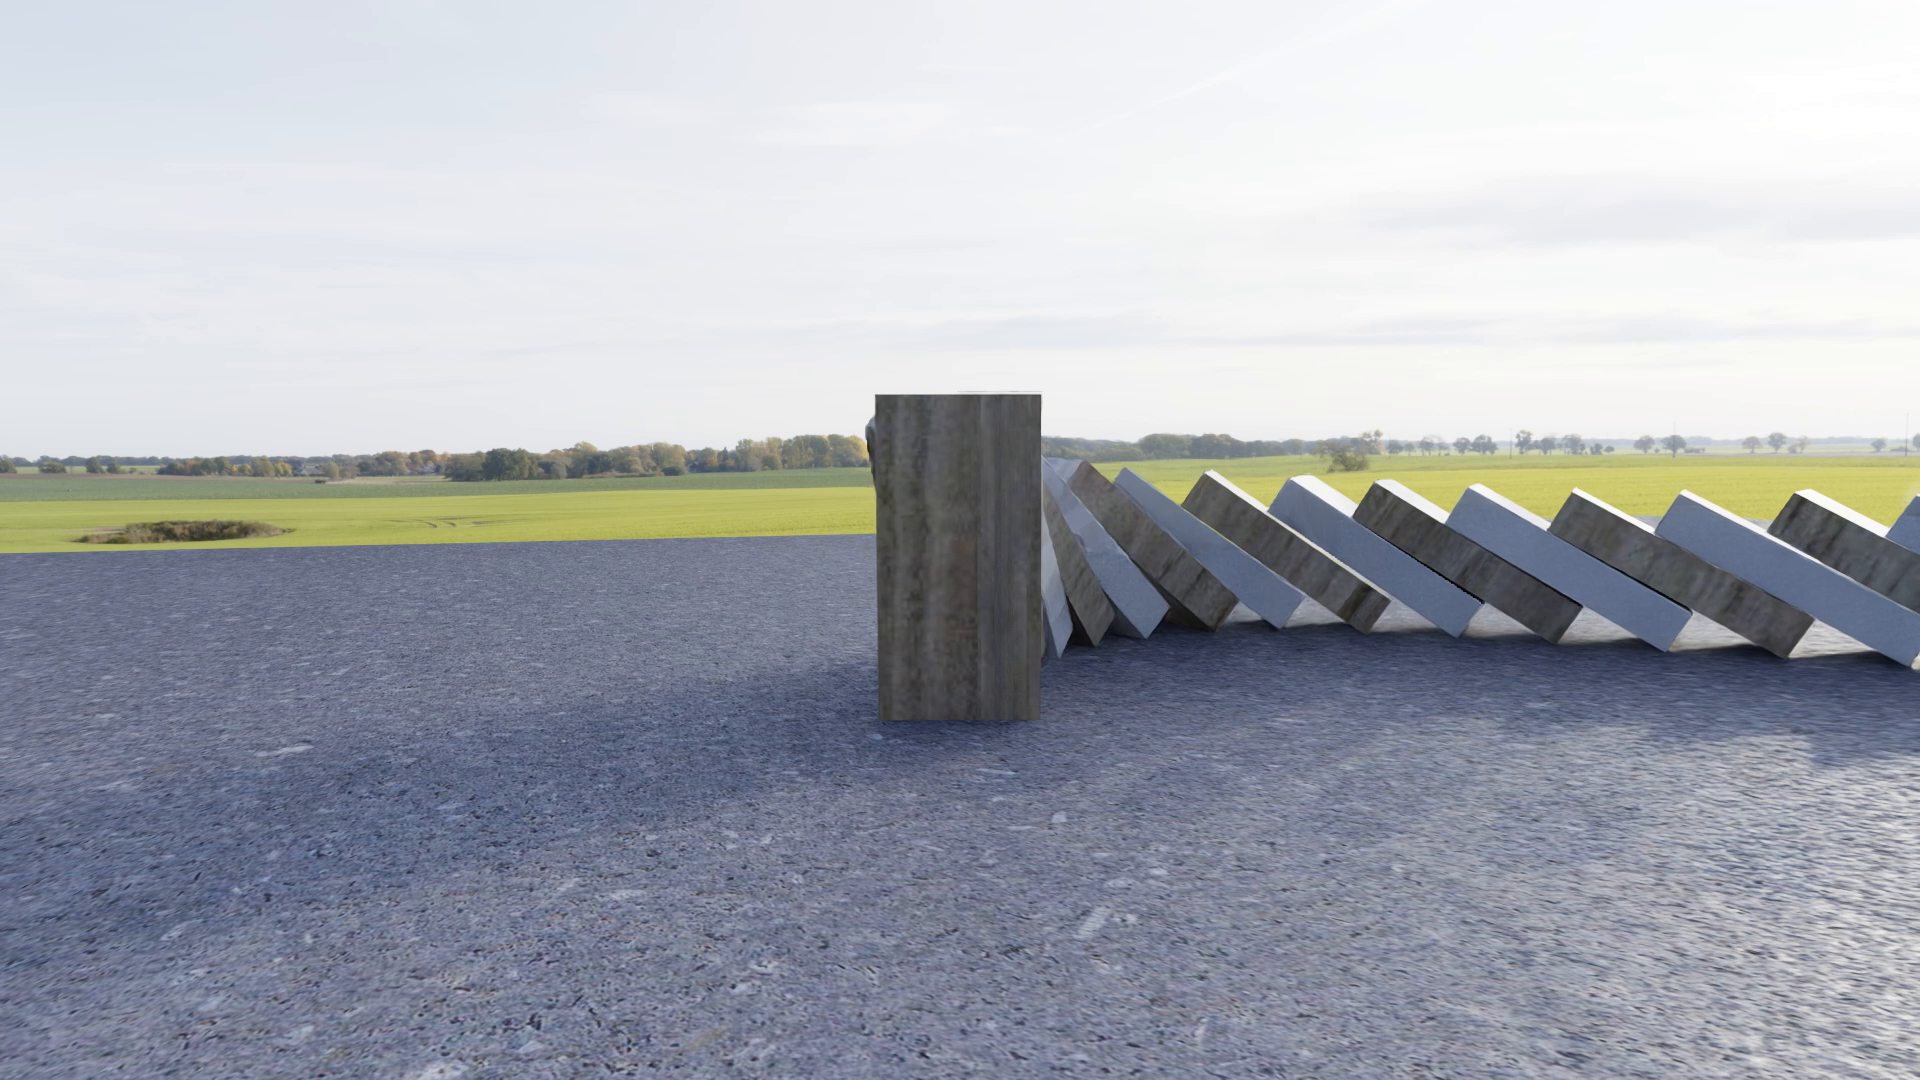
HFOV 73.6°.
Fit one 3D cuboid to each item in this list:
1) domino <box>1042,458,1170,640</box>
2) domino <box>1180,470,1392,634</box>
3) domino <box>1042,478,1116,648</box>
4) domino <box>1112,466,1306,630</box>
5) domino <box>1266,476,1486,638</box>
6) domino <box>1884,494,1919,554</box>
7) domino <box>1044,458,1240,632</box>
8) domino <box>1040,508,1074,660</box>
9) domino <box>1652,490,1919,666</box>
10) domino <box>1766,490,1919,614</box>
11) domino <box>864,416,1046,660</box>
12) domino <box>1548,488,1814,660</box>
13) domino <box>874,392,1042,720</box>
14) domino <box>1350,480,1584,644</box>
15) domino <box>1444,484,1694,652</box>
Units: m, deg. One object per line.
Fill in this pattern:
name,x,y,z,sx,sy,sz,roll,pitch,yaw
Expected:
domino,0.022,0.001,0.281,0.050,0.010,0.025,47,-19,-24
domino,0.076,0.002,0.301,0.050,0.009,0.025,36,12,10
domino,0.011,0.001,0.265,0.025,0.050,0.009,3,46,41
domino,0.057,0.001,0.303,0.050,0.009,0.025,36,8,6
domino,0.098,0.003,0.298,0.050,0.010,0.025,37,19,20
domino,0.205,0.008,0.242,0.025,0.009,0.050,-5,36,-48
domino,0.038,0.001,0.292,0.050,0.009,0.025,40,-10,-17
domino,0.004,0.001,0.247,0.025,0.050,0.009,2,38,25
domino,0.171,0.007,0.264,0.050,0.009,0.025,35,20,25
domino,0.190,0.007,0.255,0.050,0.010,0.025,38,26,31
domino,0.000,0.001,0.231,0.025,0.050,0.010,1,30,17
domino,0.151,0.006,0.272,0.050,0.009,0.025,33,18,21
domino,0.000,0.002,0.200,0.025,0.050,0.009,0,8,3
domino,0.115,0.004,0.290,0.050,0.009,0.025,36,19,21
domino,0.132,0.005,0.280,0.050,0.009,0.025,35,18,21
